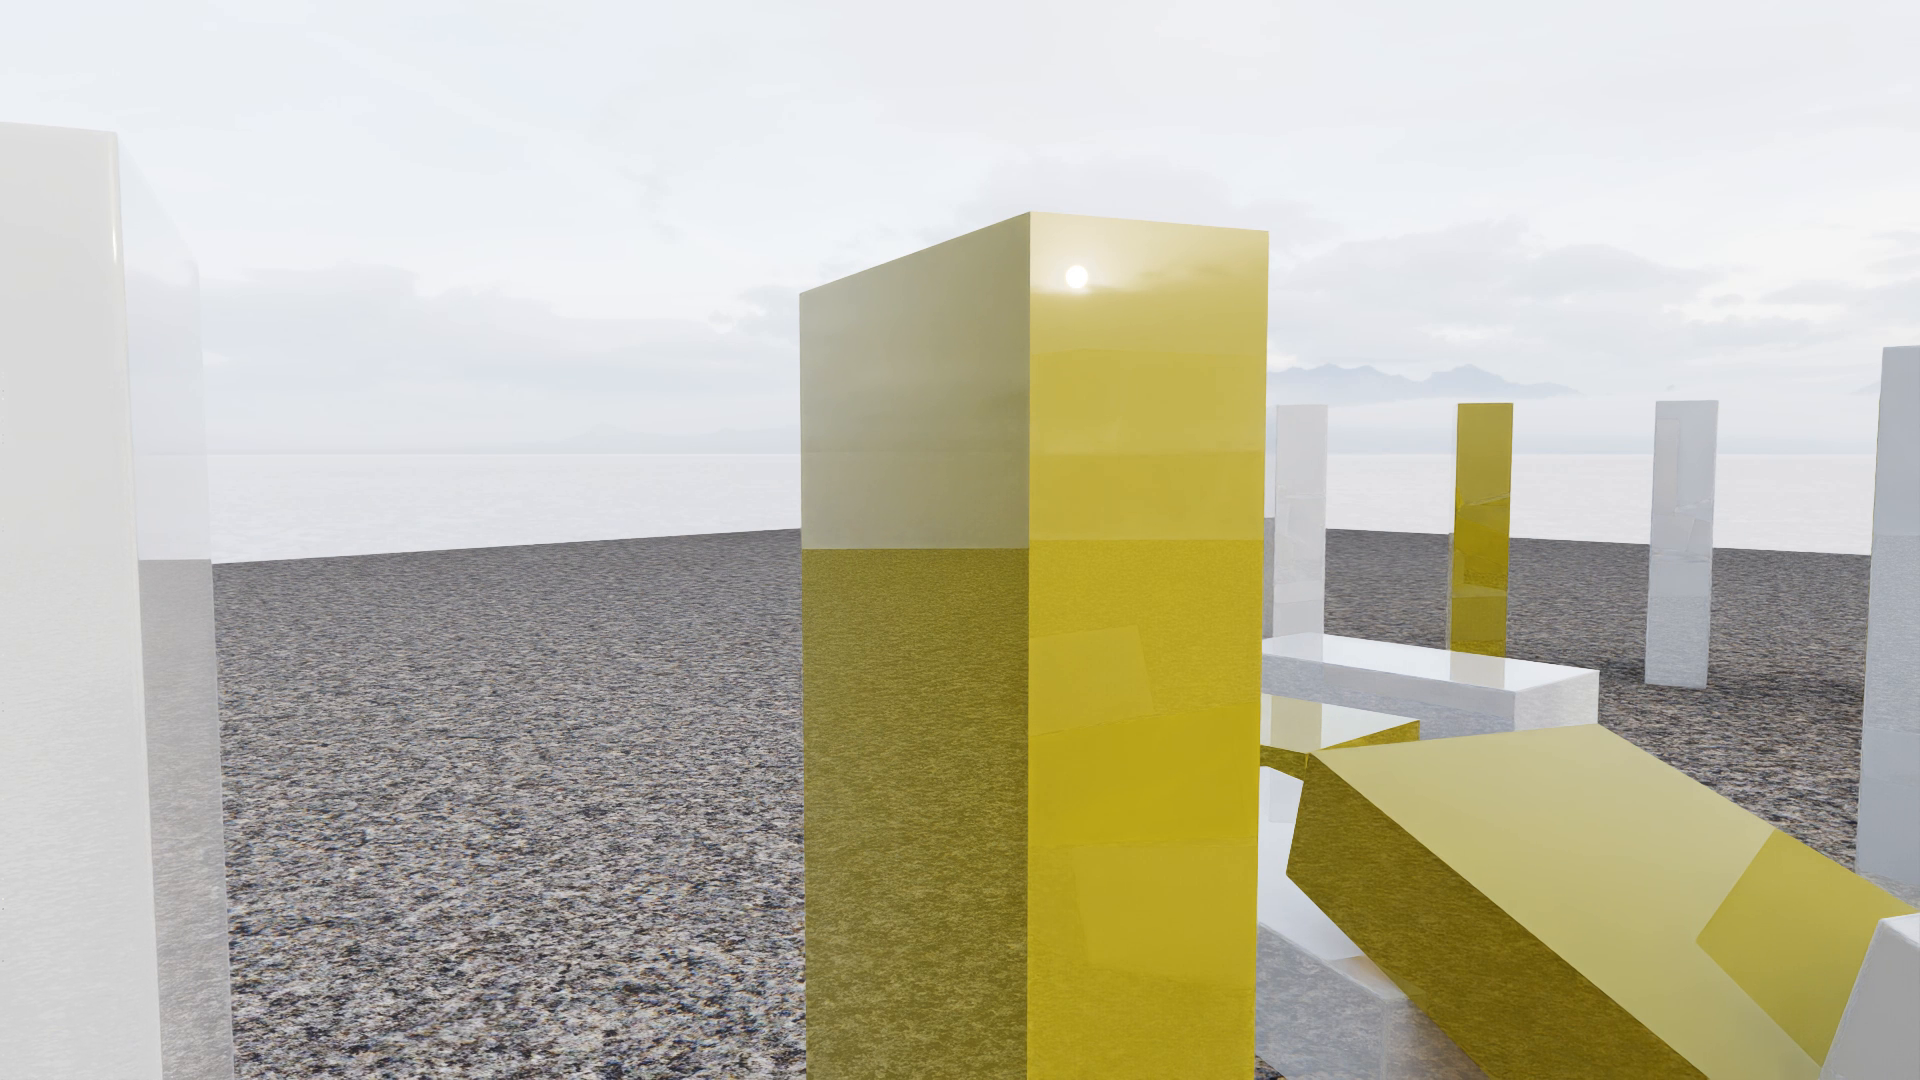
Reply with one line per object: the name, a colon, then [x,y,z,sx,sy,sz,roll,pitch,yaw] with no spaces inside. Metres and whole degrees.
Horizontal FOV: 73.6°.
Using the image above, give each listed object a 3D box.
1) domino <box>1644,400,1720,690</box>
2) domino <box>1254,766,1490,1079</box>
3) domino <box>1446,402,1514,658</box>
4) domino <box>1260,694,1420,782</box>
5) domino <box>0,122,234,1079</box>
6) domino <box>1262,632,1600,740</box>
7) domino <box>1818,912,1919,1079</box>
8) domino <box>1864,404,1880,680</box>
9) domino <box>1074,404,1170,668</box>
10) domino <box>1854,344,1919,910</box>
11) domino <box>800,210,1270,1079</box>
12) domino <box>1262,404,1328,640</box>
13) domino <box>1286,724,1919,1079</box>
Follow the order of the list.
domino: [0.132,0.000,0.234,0.010,0.050,0.025,3,5,31]
domino: [0.028,0.030,0.104,0.025,0.010,0.050,-2,5,-20]
domino: [0.100,-0.001,0.249,0.009,0.050,0.025,1,5,19]
domino: [0.029,0.026,0.164,0.025,0.010,0.050,-4,6,-43]
domino: [-0.030,0.014,0.042,0.009,0.050,0.025,-2,5,-27]
domino: [0.068,0.023,0.199,0.025,0.010,0.050,-4,6,-40]
domino: [0.057,0.028,0.037,0.025,0.009,0.050,-1,20,-18]
domino: [0.160,0.002,0.213,0.025,0.050,0.010,-4,6,-45]
domino: [0.032,-0.002,0.255,0.010,0.050,0.025,-1,4,-15]
domino: [0.081,0.011,0.092,0.009,0.050,0.025,-2,5,-24]
domino: [0.001,0.013,0.057,0.010,0.050,0.025,-2,5,-24]
domino: [0.066,-0.002,0.257,0.009,0.050,0.025,1,4,7]
domino: [0.043,0.026,0.069,0.025,0.009,0.050,-2,20,-20]
